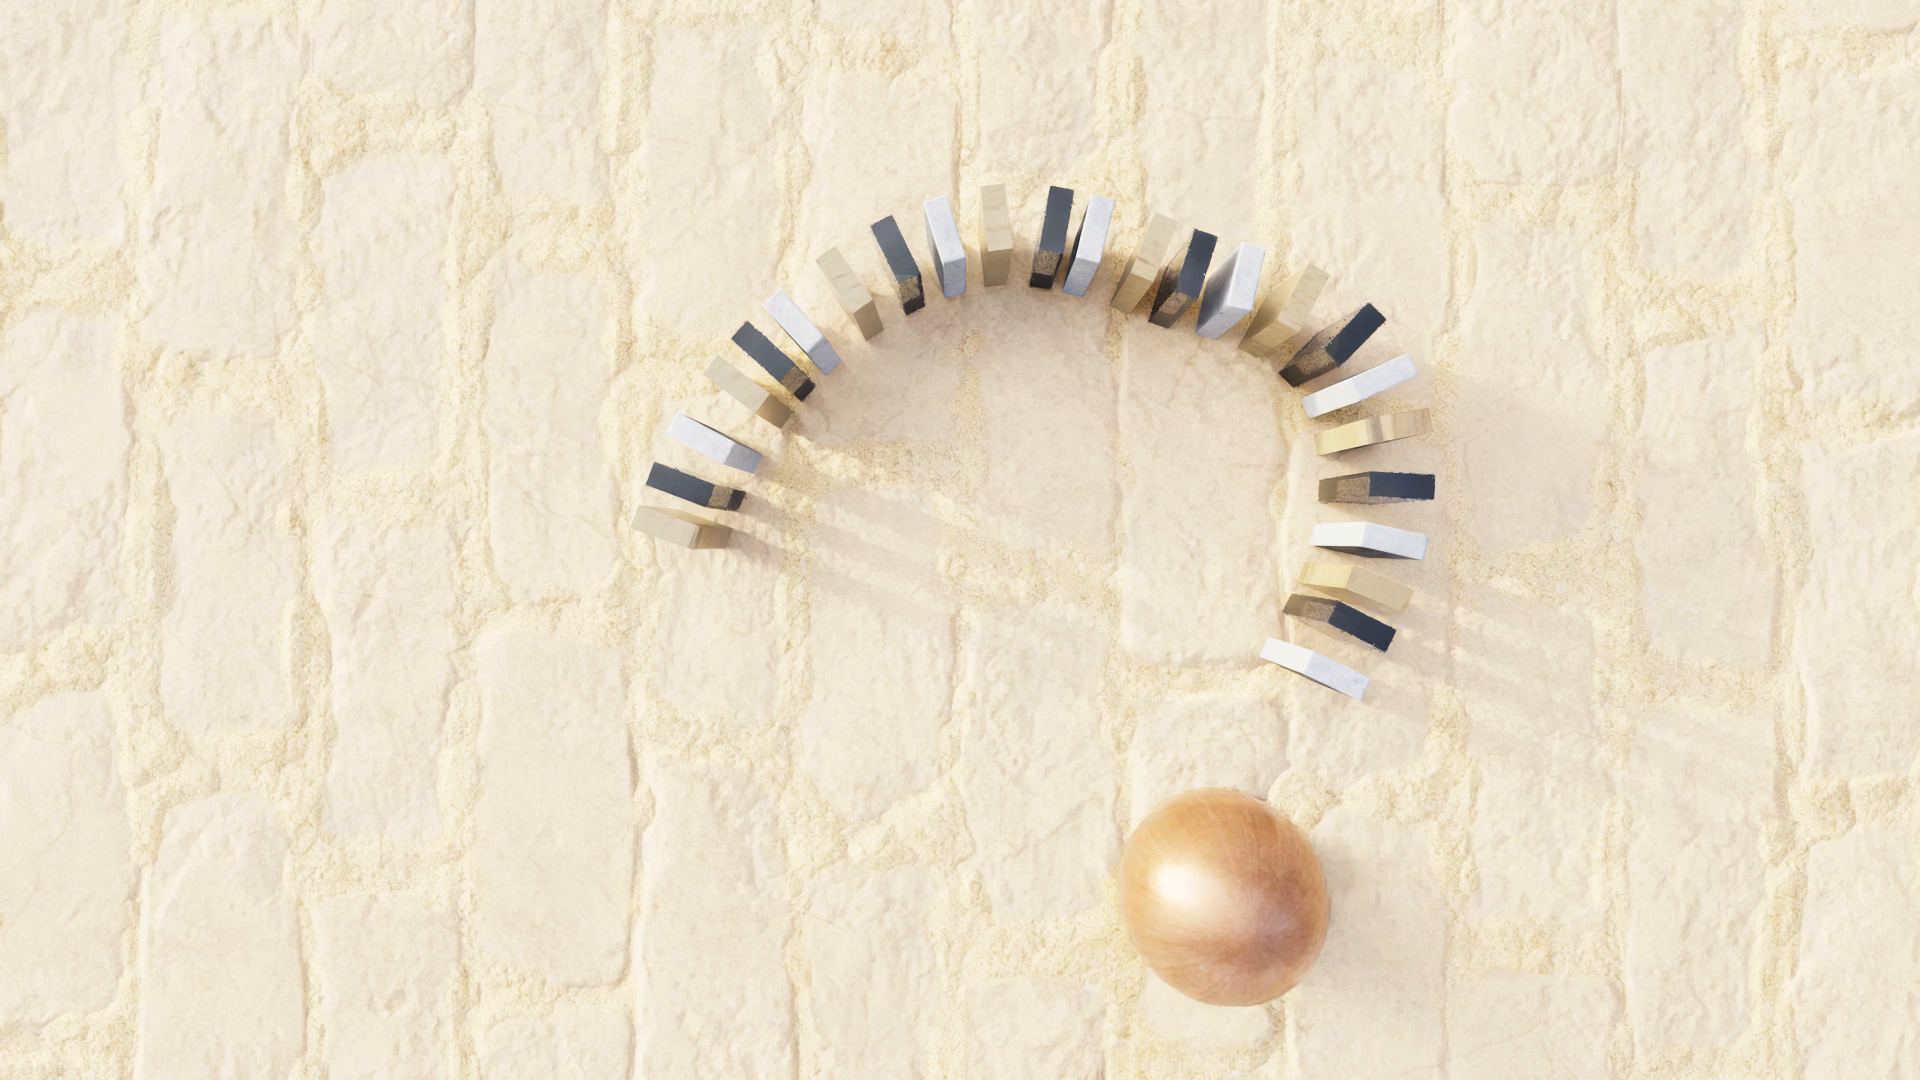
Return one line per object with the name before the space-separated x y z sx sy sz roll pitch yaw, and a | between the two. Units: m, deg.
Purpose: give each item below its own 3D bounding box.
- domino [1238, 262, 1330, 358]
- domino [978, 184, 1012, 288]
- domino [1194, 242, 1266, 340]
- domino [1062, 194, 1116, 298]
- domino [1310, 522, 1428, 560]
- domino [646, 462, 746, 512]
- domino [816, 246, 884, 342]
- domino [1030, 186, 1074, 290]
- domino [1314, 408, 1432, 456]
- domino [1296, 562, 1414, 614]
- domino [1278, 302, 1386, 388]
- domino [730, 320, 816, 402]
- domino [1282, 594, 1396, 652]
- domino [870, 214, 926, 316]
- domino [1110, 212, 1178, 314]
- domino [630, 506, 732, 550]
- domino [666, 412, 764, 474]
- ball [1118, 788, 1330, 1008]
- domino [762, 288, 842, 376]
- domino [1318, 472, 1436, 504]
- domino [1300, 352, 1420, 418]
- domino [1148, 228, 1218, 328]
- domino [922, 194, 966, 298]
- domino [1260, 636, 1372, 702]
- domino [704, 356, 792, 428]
domino | 0.131 -0.093 0.375 0.010 0.050 0.025 29 90 0
domino | 0.014 -0.123 0.375 0.009 0.050 0.025 -7 90 0
domino | 0.110 -0.101 0.375 0.010 0.050 0.025 13 90 0
domino | 0.052 -0.119 0.375 0.009 0.050 0.025 14 90 0
domino | 0.166 0.000 0.375 0.025 0.050 0.009 13 90 0
domino | -0.107 -0.021 0.375 0.025 0.050 0.009 21 90 0
domino | -0.044 -0.099 0.375 0.009 0.050 0.025 -35 90 0
domino | 0.037 -0.122 0.375 0.009 0.050 0.025 10 90 0
domino | 0.168 -0.044 0.375 0.025 0.050 0.009 -10 90 0
domino | 0.160 0.019 0.375 0.025 0.050 0.009 23 90 0
domino | 0.151 -0.079 0.375 0.010 0.050 0.025 45 90 0
domino | -0.075 -0.072 0.375 0.025 0.050 0.009 42 90 0
domino | 0.154 0.033 0.375 0.025 0.050 0.010 27 90 0
domino | -0.025 -0.111 0.375 0.009 0.050 0.025 -26 90 0
domino | 0.074 -0.112 0.375 0.009 0.050 0.025 22 90 0
domino | -0.113 -0.005 0.375 0.025 0.050 0.009 19 90 0
domino | -0.099 -0.039 0.375 0.025 0.050 0.009 28 90 0
ball | 0.102 0.139 0.360 0.080 0.080 0.080 0 90 0
domino | -0.064 -0.084 0.375 0.009 0.050 0.025 -43 90 0
domino | 0.169 -0.021 0.375 0.025 0.050 0.010 3 90 0
domino | 0.162 -0.062 0.375 0.025 0.050 0.009 -24 90 0
domino | 0.090 -0.106 0.375 0.009 0.050 0.025 18 90 0
domino | -0.006 -0.119 0.375 0.010 0.050 0.025 -18 90 0
domino | 0.144 0.052 0.375 0.025 0.050 0.009 25 90 0
domino | -0.085 -0.060 0.375 0.025 0.050 0.010 37 90 0
